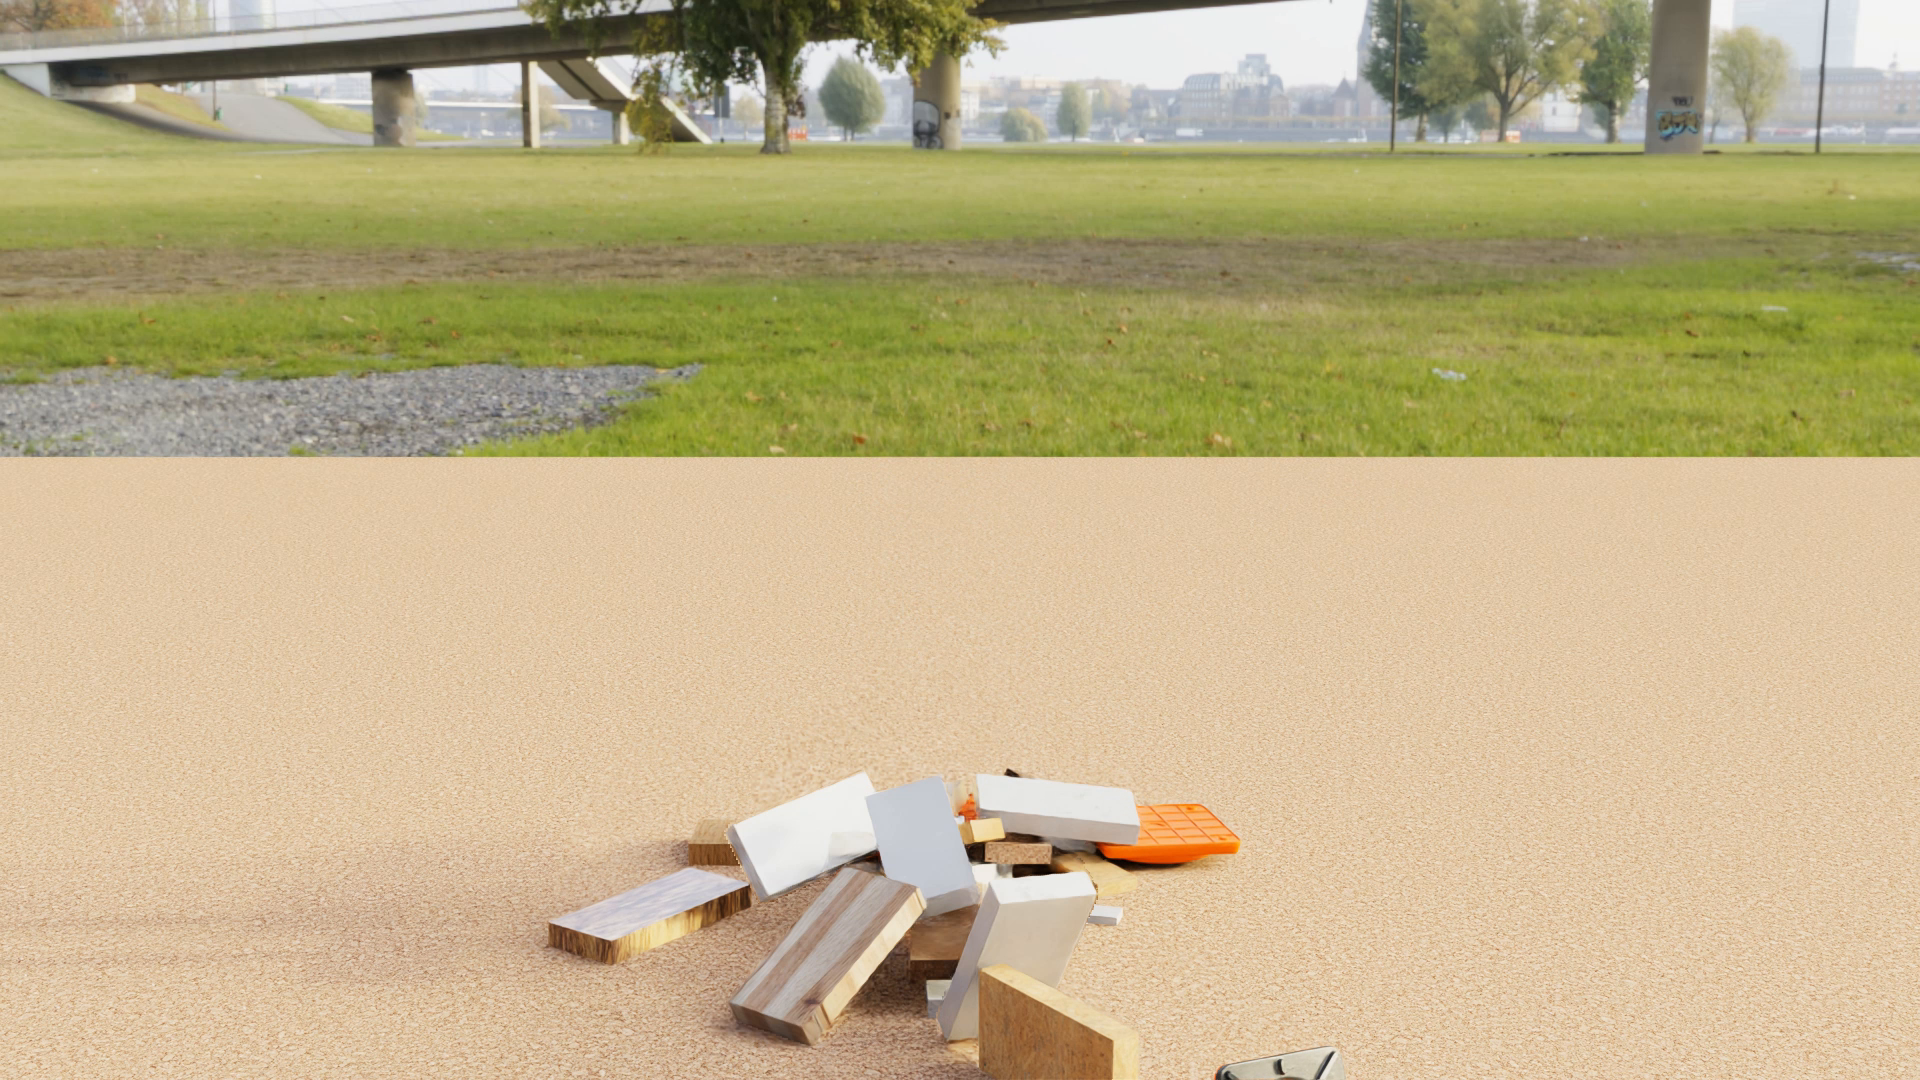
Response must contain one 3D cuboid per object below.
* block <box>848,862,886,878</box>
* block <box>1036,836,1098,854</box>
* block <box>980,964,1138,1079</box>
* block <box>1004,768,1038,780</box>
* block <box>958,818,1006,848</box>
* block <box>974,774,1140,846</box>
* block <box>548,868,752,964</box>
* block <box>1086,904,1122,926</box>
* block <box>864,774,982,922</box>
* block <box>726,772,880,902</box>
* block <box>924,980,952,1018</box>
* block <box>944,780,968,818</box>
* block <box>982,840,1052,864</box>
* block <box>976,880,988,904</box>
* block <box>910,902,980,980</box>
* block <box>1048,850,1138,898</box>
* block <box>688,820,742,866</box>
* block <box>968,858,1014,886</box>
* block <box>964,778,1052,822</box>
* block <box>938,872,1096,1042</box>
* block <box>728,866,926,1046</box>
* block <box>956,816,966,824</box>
[{"bbox_3d":[-0.142,0.566,3.761,0.096,0.014,0.048,2,11,12],"label":"block"},{"bbox_3d":[0.157,0.505,3.913,0.109,0.031,0.218,26,2,-19],"label":"block"},{"bbox_3d":[0.125,0.667,2.864,0.041,0.143,0.286,-7,13,-34],"label":"block"},{"bbox_3d":[0.158,0.470,4.037,0.157,0.022,0.079,29,3,42],"label":"block"},{"bbox_3d":[-0.011,0.486,3.585,0.120,0.034,0.239,-15,-9,11],"label":"block"},{"bbox_3d":[0.165,0.465,3.799,0.275,0.039,0.138,7,19,-5],"label":"block"},{"bbox_3d":[-0.492,0.598,3.517,0.138,0.039,0.321,8,13,35],"label":"block"},{"bbox_3d":[0.211,0.604,3.555,0.096,0.014,0.048,3,11,16],"label":"block"},{"bbox_3d":[-0.060,0.473,3.384,0.126,0.036,0.291,-16,30,-4],"label":"block"},{"bbox_3d":[-0.234,0.477,3.541,0.253,0.126,0.036,-19,-18,-32],"label":"block"},{"bbox_3d":[0.000,0.653,3.252,0.103,0.029,0.206,-1,11,-3],"label":"block"},{"bbox_3d":[-0.063,0.466,3.815,0.126,0.036,0.253,-15,0,7],"label":"block"},{"bbox_3d":[0.095,0.530,3.732,0.109,0.031,0.218,2,-6,0],"label":"block"},{"bbox_3d":[-0.018,0.560,3.458,0.120,0.034,0.239,-2,-14,11],"label":"block"},{"bbox_3d":[-0.021,0.589,3.241,0.103,0.029,0.206,-1,14,-1],"label":"block"},{"bbox_3d":[0.225,0.566,3.735,0.079,0.022,0.158,-6,12,-29],"label":"block"},{"bbox_3d":[-0.330,0.533,3.872,0.275,0.039,0.138,0,11,1],"label":"block"},{"bbox_3d":[-0.003,0.546,3.625,0.120,0.034,0.239,3,-6,18],"label":"block"},{"bbox_3d":[0.115,0.492,4.114,0.109,0.031,0.218,8,13,36],"label":"block"},{"bbox_3d":[0.076,0.572,3.014,0.143,0.286,0.041,-1,41,-24],"label":"block"},{"bbox_3d":[-0.189,0.596,3.174,0.143,0.041,0.286,8,41,38],"label":"block"},{"bbox_3d":[-0.041,0.489,3.743,0.096,0.014,0.048,-19,-3,42],"label":"block"}]
